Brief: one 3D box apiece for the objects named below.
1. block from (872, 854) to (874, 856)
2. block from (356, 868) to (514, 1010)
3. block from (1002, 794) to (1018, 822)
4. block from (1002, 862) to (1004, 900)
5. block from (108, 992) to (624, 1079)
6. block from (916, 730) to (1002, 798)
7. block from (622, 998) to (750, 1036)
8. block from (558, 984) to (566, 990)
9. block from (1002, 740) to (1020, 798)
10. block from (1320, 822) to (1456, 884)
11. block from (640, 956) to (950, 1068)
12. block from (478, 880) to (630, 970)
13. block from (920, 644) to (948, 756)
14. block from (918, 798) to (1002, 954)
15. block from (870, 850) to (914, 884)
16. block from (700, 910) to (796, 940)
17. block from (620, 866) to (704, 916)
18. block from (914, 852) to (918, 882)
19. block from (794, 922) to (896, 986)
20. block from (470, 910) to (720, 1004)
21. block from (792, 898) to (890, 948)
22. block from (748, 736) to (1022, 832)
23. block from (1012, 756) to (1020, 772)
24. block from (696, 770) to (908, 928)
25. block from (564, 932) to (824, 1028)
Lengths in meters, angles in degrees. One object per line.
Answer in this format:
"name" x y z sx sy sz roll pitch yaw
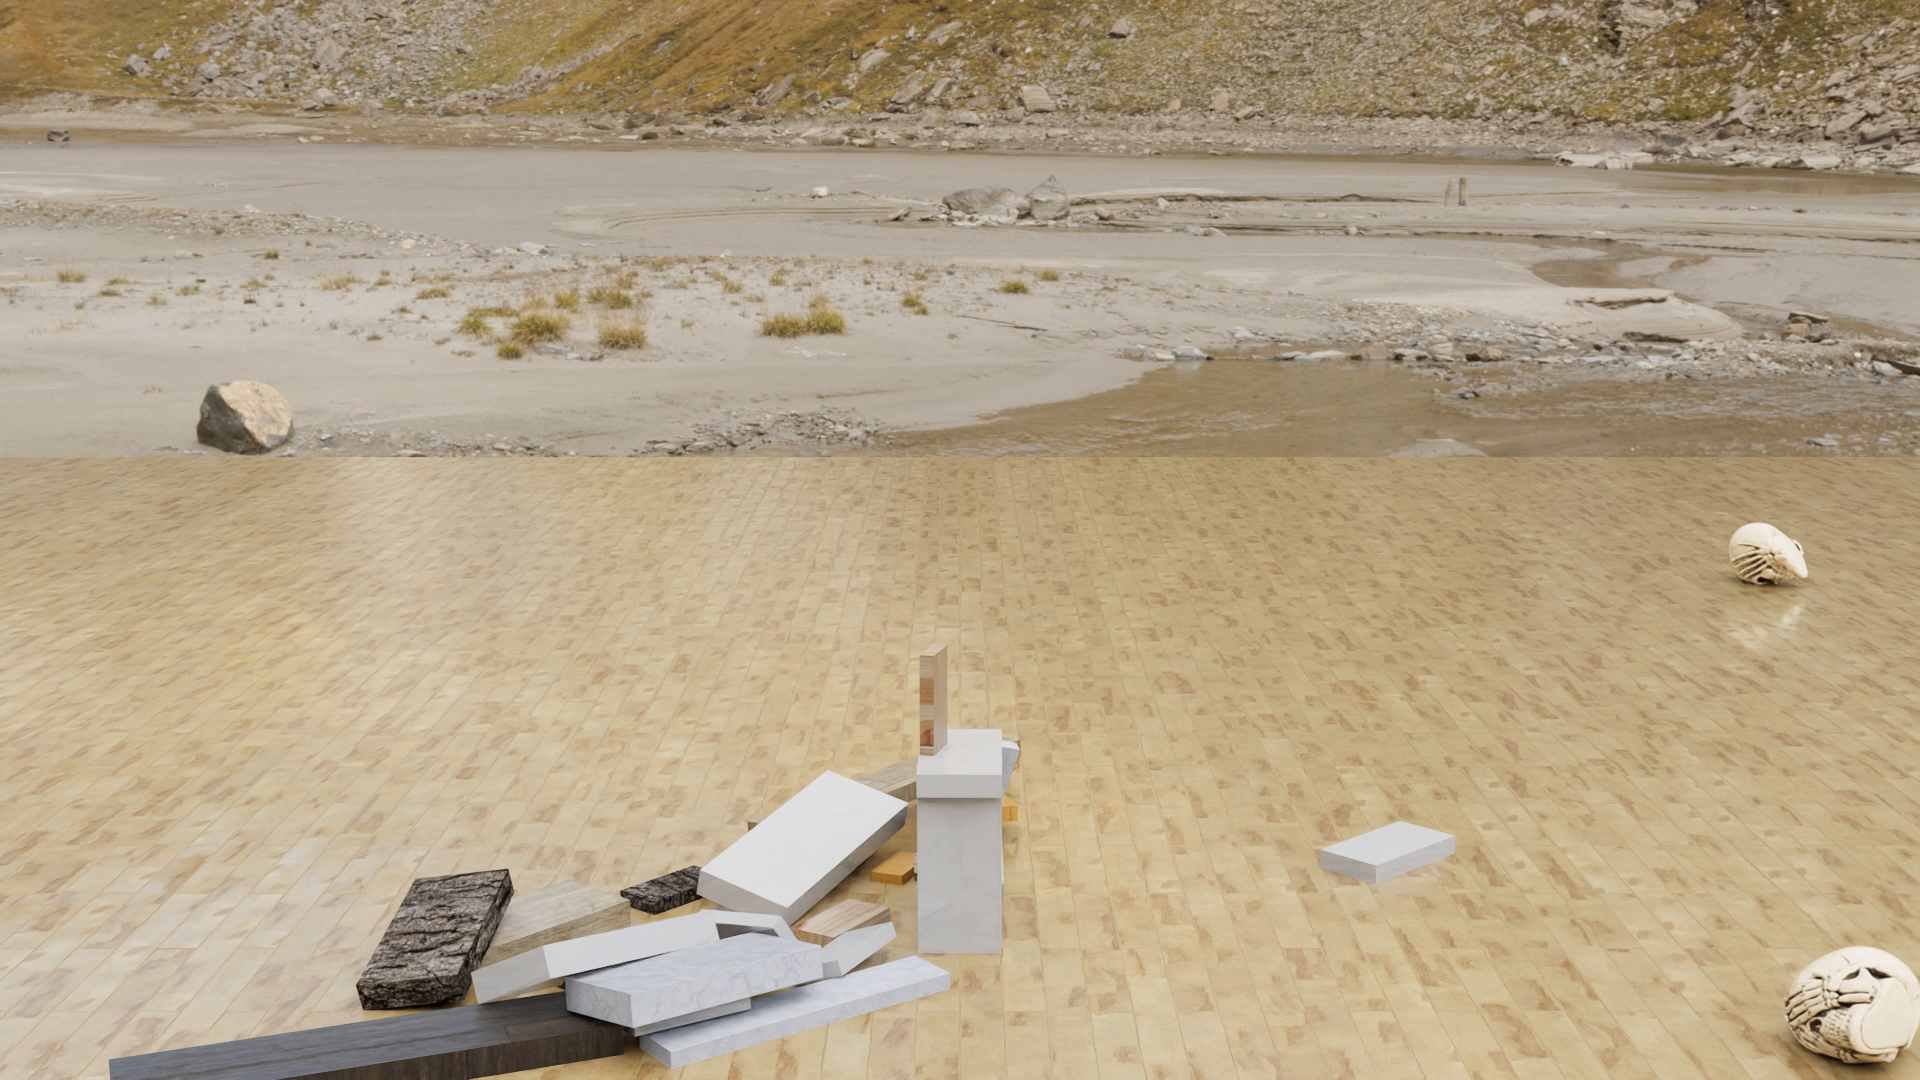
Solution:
"block" -0.269 0.547 3.810 0.117 0.033 0.233 8 13 38
"block" -0.784 0.597 3.307 0.151 0.043 0.302 -7 21 6
"block" 0.029 0.478 4.009 0.100 0.028 0.200 -3 8 -14
"block" 0.016 0.528 3.705 0.109 0.031 0.218 1 26 -1
"block" -0.795 0.698 2.970 0.656 0.043 0.151 -4 11 -22
"block" 0.001 0.348 3.448 0.130 0.037 0.259 0 10 1
"block" -0.394 0.660 3.101 0.176 0.025 0.088 -7 4 -30
"block" -0.557 0.639 3.338 0.083 0.023 0.166 9 14 39
"block" 0.028 0.424 3.631 0.080 0.207 0.023 12 20 -18
"block" 0.746 0.543 3.832 0.233 0.033 0.117 -10 14 -43
"block" -0.230 0.673 3.154 0.472 0.025 0.088 -8 13 -36
"block" -0.682 0.608 3.452 0.151 0.043 0.302 9 14 39
"block" -0.041 0.250 3.441 0.023 0.159 0.080 3 11 15
"block" -0.001 0.509 3.395 0.130 0.259 0.037 0 12 0
"block" -0.102 0.562 3.773 0.058 0.017 0.117 4 11 22
"block" -0.318 0.600 3.323 0.166 0.083 0.023 -3 38 38
"block" -0.474 0.581 3.654 0.083 0.023 0.166 9 14 39
"block" -0.017 0.540 3.626 0.117 0.017 0.058 1 26 -1
"block" -0.176 0.626 3.329 0.088 0.025 0.176 -18 2 27
"block" -0.524 0.602 3.182 0.163 0.046 0.327 -25 -14 36
"block" -0.188 0.611 3.495 0.080 0.023 0.159 6 12 31
"block" -0.127 0.454 4.038 0.117 0.033 0.607 4 14 42
"block" 0.034 0.443 4.231 0.100 0.028 0.200 4 11 22
"block" -0.257 0.515 3.691 0.163 0.046 0.422 20 25 20
"block" -0.374 0.619 3.113 0.327 0.046 0.163 -6 3 -42
